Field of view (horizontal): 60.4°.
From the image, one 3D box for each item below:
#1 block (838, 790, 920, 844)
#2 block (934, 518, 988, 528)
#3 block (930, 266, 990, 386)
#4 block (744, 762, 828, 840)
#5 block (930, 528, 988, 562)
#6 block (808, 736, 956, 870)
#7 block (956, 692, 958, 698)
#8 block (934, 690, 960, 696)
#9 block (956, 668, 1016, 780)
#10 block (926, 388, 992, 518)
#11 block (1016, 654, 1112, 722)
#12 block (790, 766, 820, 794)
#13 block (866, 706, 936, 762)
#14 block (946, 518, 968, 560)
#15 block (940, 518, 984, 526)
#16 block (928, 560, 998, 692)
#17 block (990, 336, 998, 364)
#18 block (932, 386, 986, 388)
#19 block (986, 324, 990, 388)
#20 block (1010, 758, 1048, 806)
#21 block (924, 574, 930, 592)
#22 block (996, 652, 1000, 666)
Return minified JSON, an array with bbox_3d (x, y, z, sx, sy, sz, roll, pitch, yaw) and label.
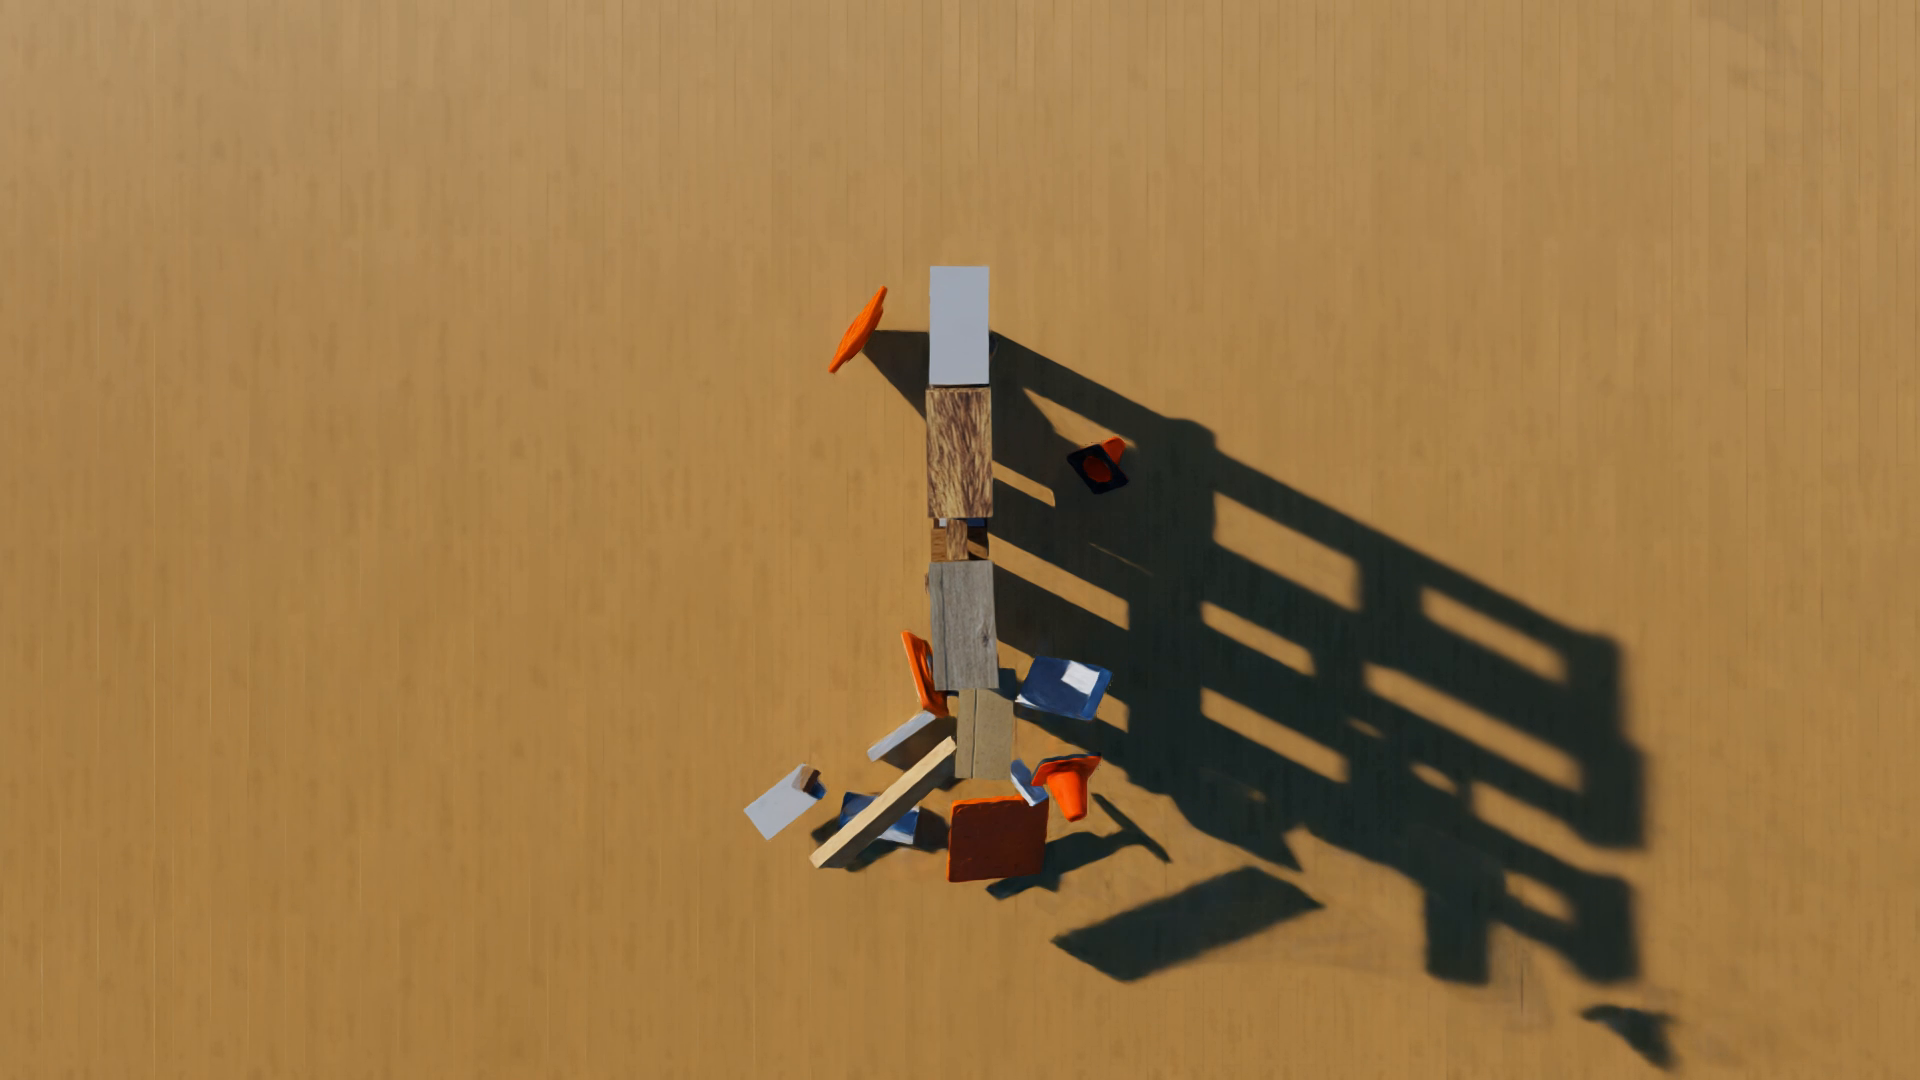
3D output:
[{"bbox_3d":[-0.269,0.921,5.478,0.253,0.036,0.126,11,90,2],"label":"block"},{"bbox_3d":[0.002,-0.024,5.140,0.168,0.048,0.337,0,90,0],"label":"block"},{"bbox_3d":[-0.002,-0.570,4.394,0.156,0.044,0.312,0,90,0],"label":"block"},{"bbox_3d":[-0.565,0.849,5.366,0.253,0.036,0.126,-38,88,4],"label":"block"},{"bbox_3d":[0.000,0.130,4.766,0.163,0.046,0.327,-1,90,0],"label":"block"},{"bbox_3d":[-0.200,0.799,4.995,0.589,0.156,0.044,-42,66,13],"label":"block"},{"bbox_3d":[0.044,0.492,5.039,0.078,0.157,0.022,-30,115,-3],"label":"block"},{"bbox_3d":[0.000,0.316,5.140,0.168,0.048,0.336,0,90,0],"label":"block"},{"bbox_3d":[0.071,0.518,4.668,0.156,0.044,0.312,3,88,1],"label":"block"},{"bbox_3d":[-0.002,-0.230,4.363,0.171,0.048,0.342,-1,90,0],"label":"block"},{"bbox_3d":[0.305,0.436,4.874,0.044,0.312,0.156,34,74,-32],"label":"block"},{"bbox_3d":[-0.488,0.757,5.205,0.022,0.251,0.078,31,78,-10],"label":"block"},{"bbox_3d":[-0.191,0.637,5.437,0.253,0.126,0.036,-35,90,0],"label":"block"},{"bbox_3d":[-0.008,-0.005,4.613,0.060,0.017,0.121,-1,90,0],"label":"block"},{"bbox_3d":[0.005,-0.168,4.839,0.129,0.037,0.258,-1,90,0],"label":"block"},{"bbox_3d":[0.009,0.226,4.377,0.169,0.048,0.338,-3,89,-1],"label":"block"},{"bbox_3d":[0.032,-0.595,4.935,0.161,0.321,0.046,25,91,0],"label":"block"},{"bbox_3d":[-0.002,-0.462,4.573,0.156,0.312,0.044,0,89,0],"label":"block"},{"bbox_3d":[0.005,-0.459,4.752,0.161,0.046,0.321,0,90,0],"label":"block"},{"bbox_3d":[0.211,0.780,5.309,0.157,0.078,0.022,51,127,20],"label":"block"},{"bbox_3d":[-0.010,0.117,4.573,0.169,0.338,0.048,-1,89,0],"label":"block"},{"bbox_3d":[0.017,0.330,4.666,0.169,0.531,0.048,5,91,-1],"label":"block"}]
